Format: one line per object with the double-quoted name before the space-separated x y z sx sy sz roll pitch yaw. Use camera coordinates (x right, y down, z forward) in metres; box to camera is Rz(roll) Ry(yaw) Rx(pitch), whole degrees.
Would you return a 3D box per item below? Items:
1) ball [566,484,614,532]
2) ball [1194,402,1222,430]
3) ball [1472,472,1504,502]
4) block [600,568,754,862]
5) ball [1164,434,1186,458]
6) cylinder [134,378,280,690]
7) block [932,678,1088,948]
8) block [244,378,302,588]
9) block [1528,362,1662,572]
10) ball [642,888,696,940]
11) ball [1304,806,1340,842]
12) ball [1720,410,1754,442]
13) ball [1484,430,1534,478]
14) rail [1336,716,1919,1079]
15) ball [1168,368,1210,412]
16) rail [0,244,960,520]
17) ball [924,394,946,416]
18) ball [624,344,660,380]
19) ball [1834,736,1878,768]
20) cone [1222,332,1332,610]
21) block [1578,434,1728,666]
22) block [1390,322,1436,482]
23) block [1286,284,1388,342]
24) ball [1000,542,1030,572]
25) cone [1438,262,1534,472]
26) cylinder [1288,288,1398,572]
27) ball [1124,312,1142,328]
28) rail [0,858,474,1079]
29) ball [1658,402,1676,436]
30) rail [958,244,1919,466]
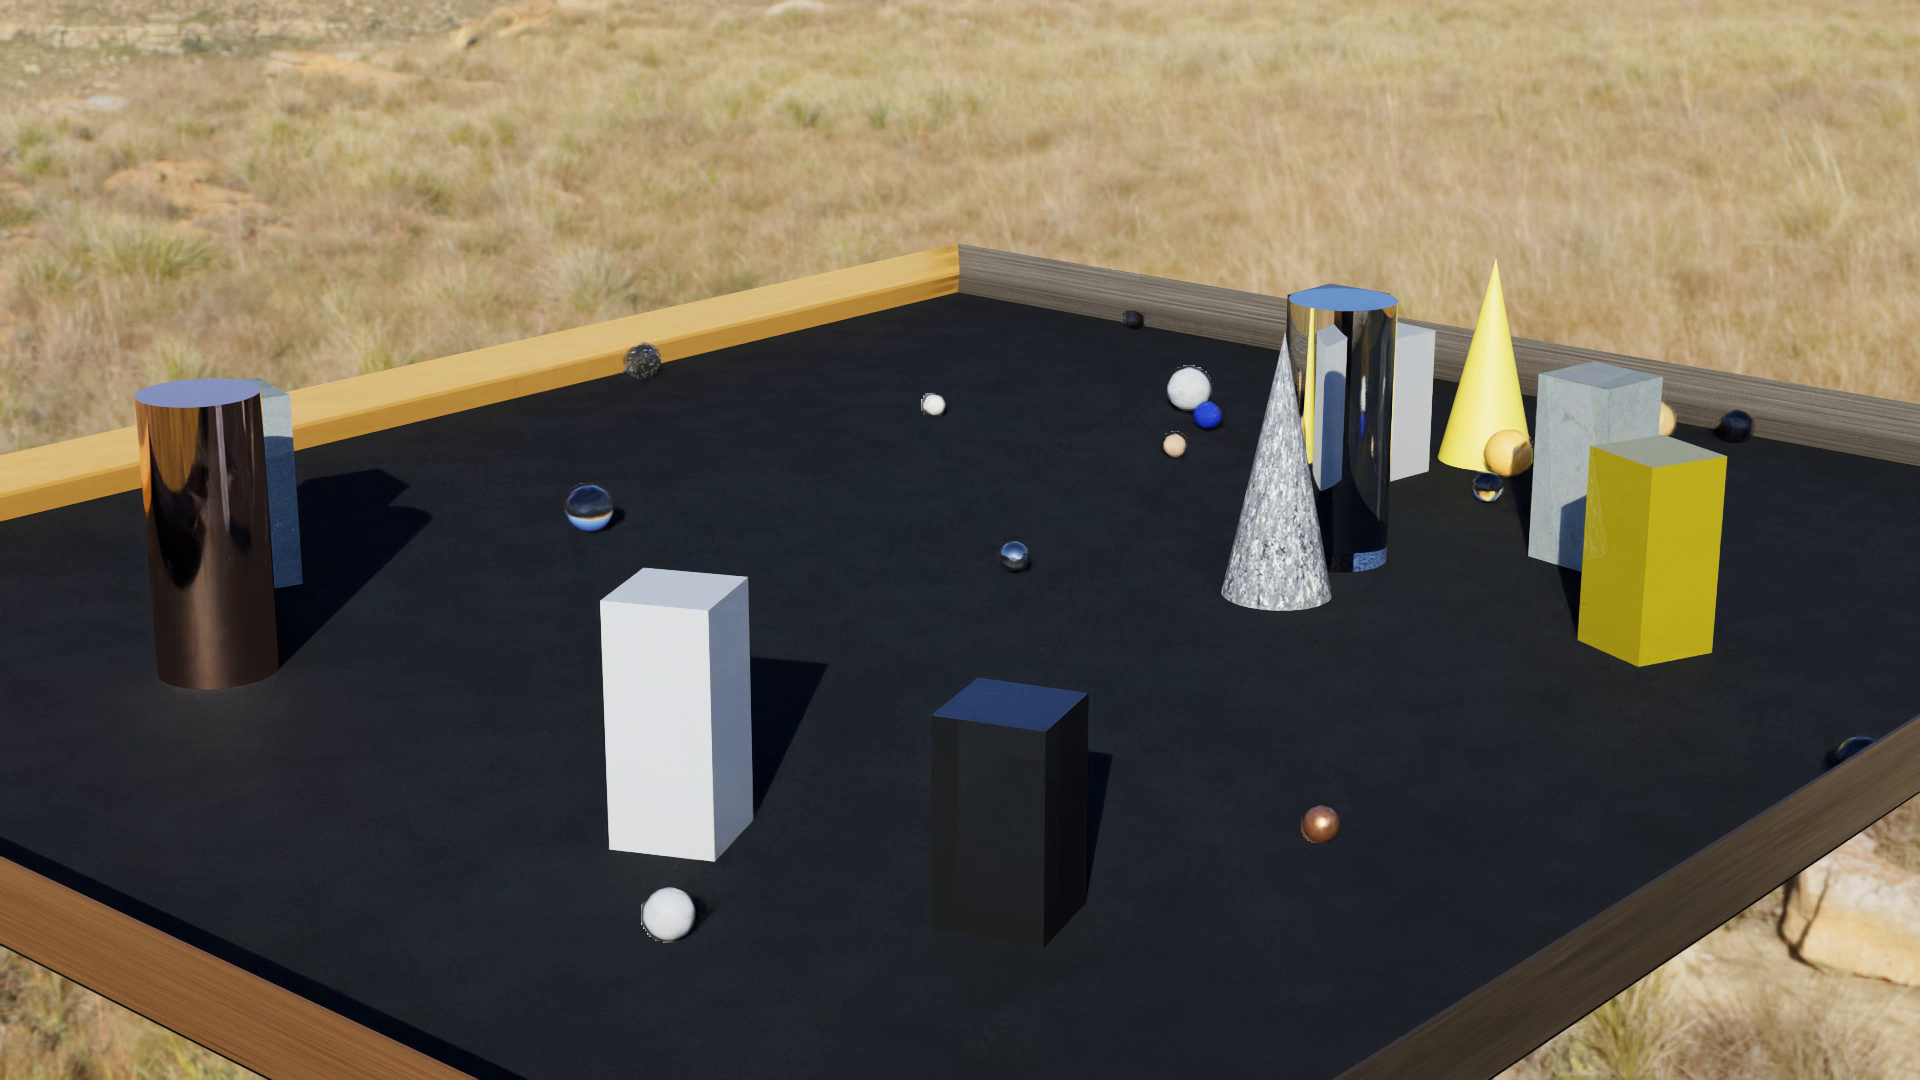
"ball" -0.694 -0.059 5.486 0.089 0.089 0.089 0 17 0
"ball" 0.525 -0.264 6.215 0.060 0.060 0.060 0 17 0
"ball" 1.023 -0.103 5.683 0.060 0.060 0.060 0 17 0
"block" -0.387 0.238 4.033 0.154 0.360 0.154 5 17 15
"ball" 0.440 -0.193 6.002 0.048 0.048 0.048 0 17 0
"cylinder" -1.200 -0.011 4.684 0.193 0.461 0.193 0 17 0
"block" 0.065 0.349 3.780 0.154 0.293 0.154 7 18 22
"block" -1.269 -0.094 5.161 0.154 0.344 0.154 -11 20 -31
"block" 1.145 -0.131 5.287 0.154 0.341 0.154 -13 21 -37
"ball" -0.371 0.478 3.745 0.067 0.067 0.067 0 17 0
"ball" 0.500 0.393 4.056 0.051 0.051 0.051 0 17 0
"ball" 1.619 -0.238 6.114 0.069 0.069 0.069 0 17 0
"ball" 1.094 -0.173 5.851 0.096 0.096 0.096 0 17 0
"rail" 1.240 0.342 4.090 0.045 0.125 3.819 14 22 39
"ball" 0.497 -0.326 6.361 0.095 0.095 0.095 0 17 0
"rail" -1.240 -0.280 6.151 0.045 0.125 3.819 14 22 39
"ball" -0.056 -0.291 6.325 0.048 0.048 0.048 0 17 0
"ball" -0.721 -0.404 6.644 0.081 0.081 0.081 0 17 0
"ball" 1.306 0.322 4.248 0.076 0.076 0.076 0 17 0
"cone" 0.554 -0.131 5.067 0.193 0.469 0.193 0 17 0
"block" 1.134 0.016 4.812 0.154 0.335 0.154 -9 19 -26
"block" 0.835 -0.279 5.869 0.154 0.290 0.154 -14 22 -39
"block" 0.798 -0.381 6.212 0.154 0.286 0.154 15 22 40
"ball" 0.098 0.030 5.248 0.056 0.056 0.056 0 17 0
"cone" 1.074 -0.366 5.936 0.193 0.417 0.193 0 17 0
"cylinder" 0.681 -0.198 5.274 0.193 0.478 0.193 0 17 0
"ball" 0.421 -0.535 7.147 0.040 0.040 0.040 0 17 0
"rail" -1.236 0.443 3.757 3.332 0.125 0.045 14 22 39
"ball" 1.443 -0.246 6.104 0.090 0.090 0.090 0 17 0
"rail" 1.236 -0.380 6.484 3.332 0.125 0.045 14 22 39
